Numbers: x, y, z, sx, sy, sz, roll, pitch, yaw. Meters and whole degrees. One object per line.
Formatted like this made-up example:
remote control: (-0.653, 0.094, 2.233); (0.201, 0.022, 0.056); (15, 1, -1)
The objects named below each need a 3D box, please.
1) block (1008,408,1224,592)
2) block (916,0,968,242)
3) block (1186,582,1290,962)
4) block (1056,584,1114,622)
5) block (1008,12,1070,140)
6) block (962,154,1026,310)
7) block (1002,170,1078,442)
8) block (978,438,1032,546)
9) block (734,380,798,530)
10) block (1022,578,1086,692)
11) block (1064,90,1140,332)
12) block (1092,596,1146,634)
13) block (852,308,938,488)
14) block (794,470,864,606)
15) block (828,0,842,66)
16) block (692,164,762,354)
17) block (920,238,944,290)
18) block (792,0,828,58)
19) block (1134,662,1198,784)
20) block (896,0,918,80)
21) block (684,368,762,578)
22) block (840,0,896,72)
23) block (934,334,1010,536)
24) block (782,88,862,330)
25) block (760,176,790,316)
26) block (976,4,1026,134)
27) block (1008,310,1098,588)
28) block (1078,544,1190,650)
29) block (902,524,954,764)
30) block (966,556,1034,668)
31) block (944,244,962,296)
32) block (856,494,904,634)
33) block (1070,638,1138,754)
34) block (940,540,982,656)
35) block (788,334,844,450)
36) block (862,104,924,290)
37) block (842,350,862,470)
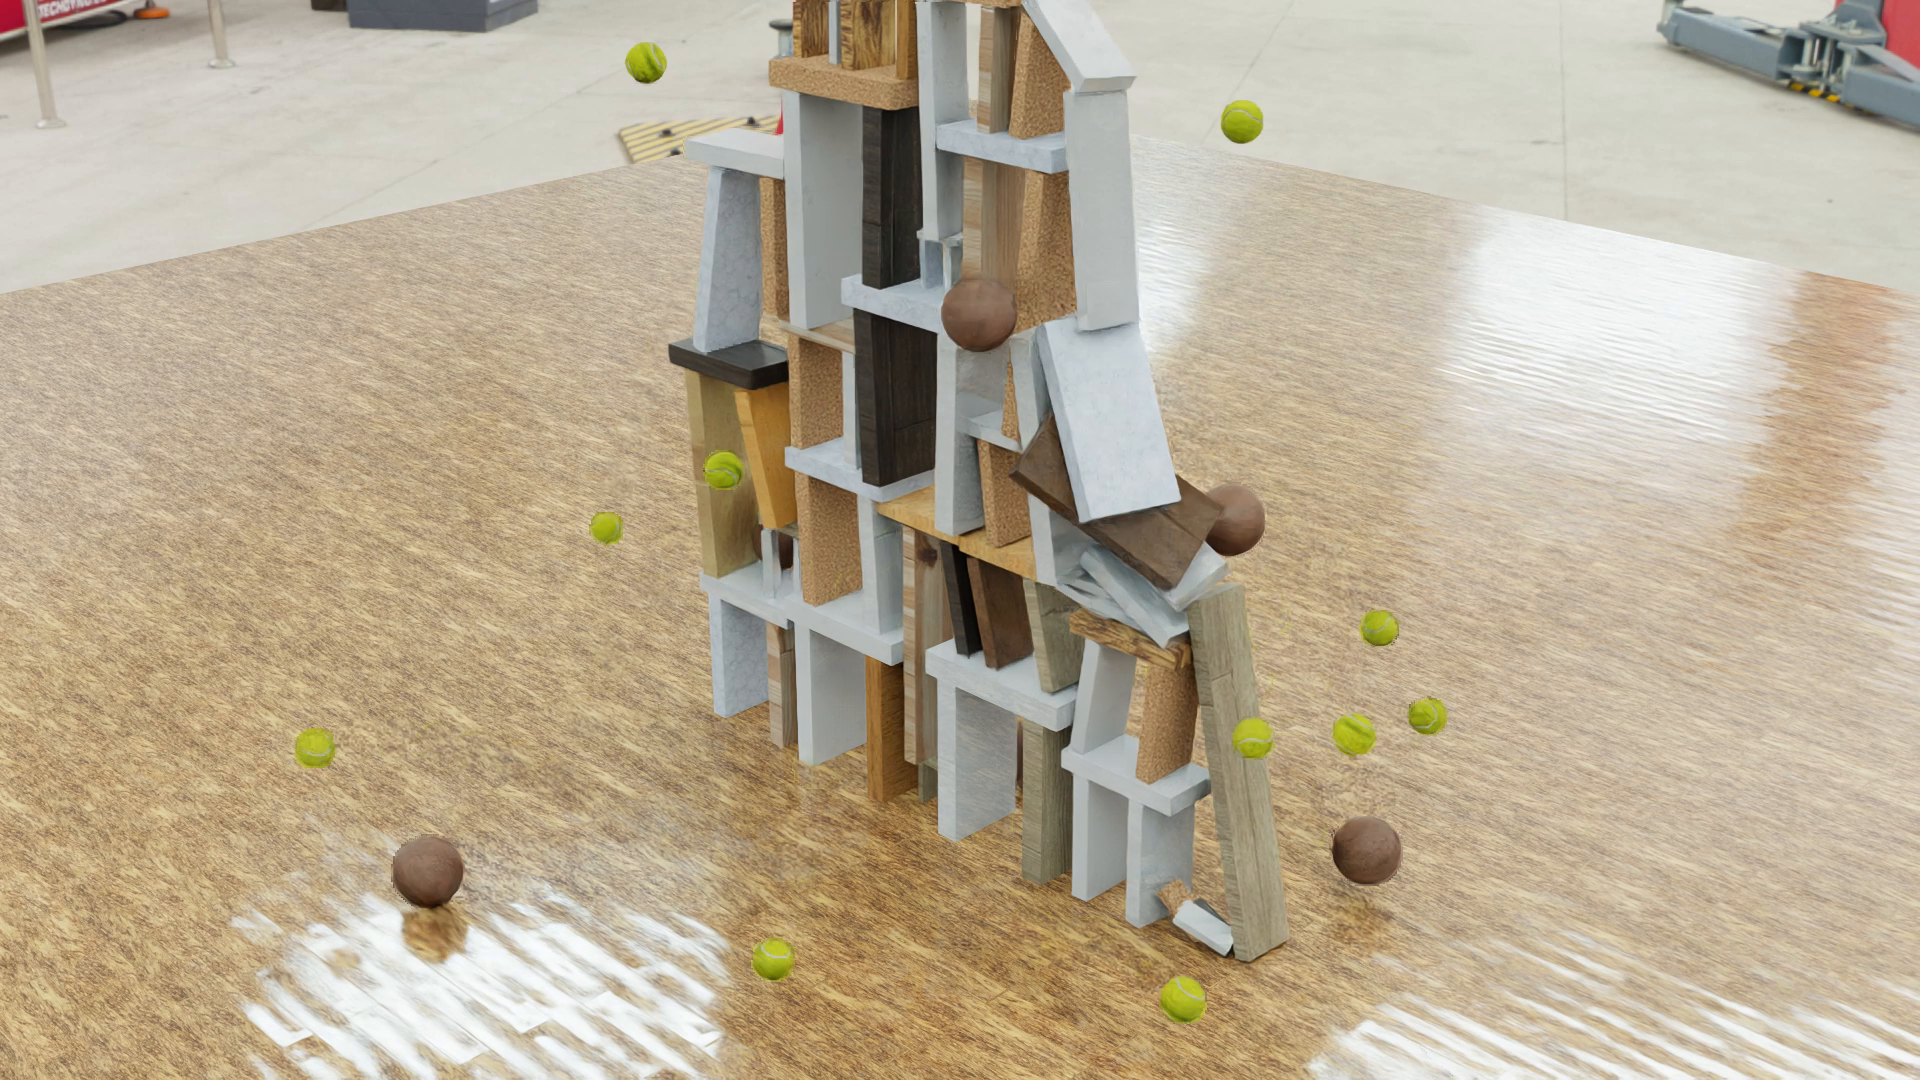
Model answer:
block: (0.270, -0.082, 3.797); (0.343, 0.171, 0.049); (36, -20, -8)
block: (-0.028, -0.756, 3.918); (0.031, 0.432, 0.109); (14, 28, 31)
block: (0.498, 0.417, 3.931); (0.116, 0.673, 0.033); (-18, 15, -39)
block: (0.243, 0.101, 3.996); (0.130, 0.018, 0.065); (31, 37, 30)
block: (0.142, -0.794, 3.739); (0.105, 0.211, 0.030); (-18, 37, -37)
block: (0.061, -0.571, 3.958); (0.040, 0.284, 0.142); (16, 28, 31)
block: (0.159, -0.422, 3.875); (0.142, 0.497, 0.040); (-20, 36, -40)
block: (0.088, -0.100, 4.091); (0.102, 0.203, 0.029); (-20, 22, -40)
block: (-0.367, -0.187, 4.523); (0.042, 0.294, 0.147); (6, 25, 44)
block: (0.182, 0.163, 4.091); (0.108, 0.216, 0.031); (-21, 16, -40)
block: (0.238, -0.553, 3.672); (0.105, 0.395, 0.030); (-14, 19, -27)
block: (0.308, 0.129, 3.933); (0.130, 0.018, 0.065); (26, 33, 24)
block: (-0.116, -0.290, 4.220); (0.172, 0.344, 0.049); (-21, 28, -40)
block: (-0.263, -0.021, 4.502); (0.040, 0.285, 0.143); (18, 29, 42)
block: (-0.207, -0.956, 4.045); (0.075, 0.150, 0.021); (-22, 33, -40)
block: (-0.456, -0.577, 4.449); (0.139, 0.406, 0.039); (-20, 44, -38)
block: (-0.052, -0.515, 4.059); (0.014, 0.096, 0.048); (20, 31, 38)
block: (-0.277, -0.982, 4.112); (0.075, 0.150, 0.021); (-21, 32, -40)
block: (0.378, 0.312, 3.954); (0.034, 0.238, 0.119); (26, 34, 37)
block: (-0.063, -0.930, 3.898); (0.105, 0.211, 0.030); (-19, 29, -40)
block: (-0.502, -0.162, 4.699); (0.042, 0.466, 0.147); (13, 26, 35)
block: (-0.166, -0.965, 3.988); (0.105, 0.211, 0.030); (-20, 30, -40)
block: (0.035, -0.214, 4.099); (0.172, 0.387, 0.049); (-20, 31, -40)
block: (-0.254, -0.645, 4.220); (0.168, 0.458, 0.048); (-21, 31, -41)
block: (-0.325, -0.592, 4.325); (0.039, 0.278, 0.139); (22, 32, 40)
block: (0.082, -0.817, 3.788); (0.109, 0.218, 0.031); (-21, 34, -40)
block: (0.191, -0.161, 3.902); (0.171, 0.459, 0.049); (-24, 27, -37)
block: (0.332, 0.090, 3.918); (0.116, 0.033, 0.231); (-20, 56, -39)
block: (-0.060, 0.196, 4.372); (0.032, 0.514, 0.113); (21, 31, 40)
block: (0.079, 0.123, 4.185); (0.108, 0.216, 0.031); (-21, 16, -41)
block: (-0.005, -0.497, 4.021); (0.014, 0.096, 0.048); (18, 29, 41)
block: (-0.130, 0.030, 4.380); (0.143, 0.285, 0.040); (-21, 27, -41)
block: (0.269, 0.269, 4.054); (0.034, 0.238, 0.119); (30, 36, 36)
block: (0.028, 0.097, 4.234); (0.113, 0.225, 0.032); (-21, 18, -41)
block: (-0.287, -0.310, 4.408); (0.034, 0.238, 0.119); (21, 31, 40)
block: (-0.104, -0.645, 4.058); (0.048, 0.337, 0.168); (22, 31, 38)
block: (-0.174, -0.267, 4.305); (0.034, 0.238, 0.119); (22, 31, 40)
